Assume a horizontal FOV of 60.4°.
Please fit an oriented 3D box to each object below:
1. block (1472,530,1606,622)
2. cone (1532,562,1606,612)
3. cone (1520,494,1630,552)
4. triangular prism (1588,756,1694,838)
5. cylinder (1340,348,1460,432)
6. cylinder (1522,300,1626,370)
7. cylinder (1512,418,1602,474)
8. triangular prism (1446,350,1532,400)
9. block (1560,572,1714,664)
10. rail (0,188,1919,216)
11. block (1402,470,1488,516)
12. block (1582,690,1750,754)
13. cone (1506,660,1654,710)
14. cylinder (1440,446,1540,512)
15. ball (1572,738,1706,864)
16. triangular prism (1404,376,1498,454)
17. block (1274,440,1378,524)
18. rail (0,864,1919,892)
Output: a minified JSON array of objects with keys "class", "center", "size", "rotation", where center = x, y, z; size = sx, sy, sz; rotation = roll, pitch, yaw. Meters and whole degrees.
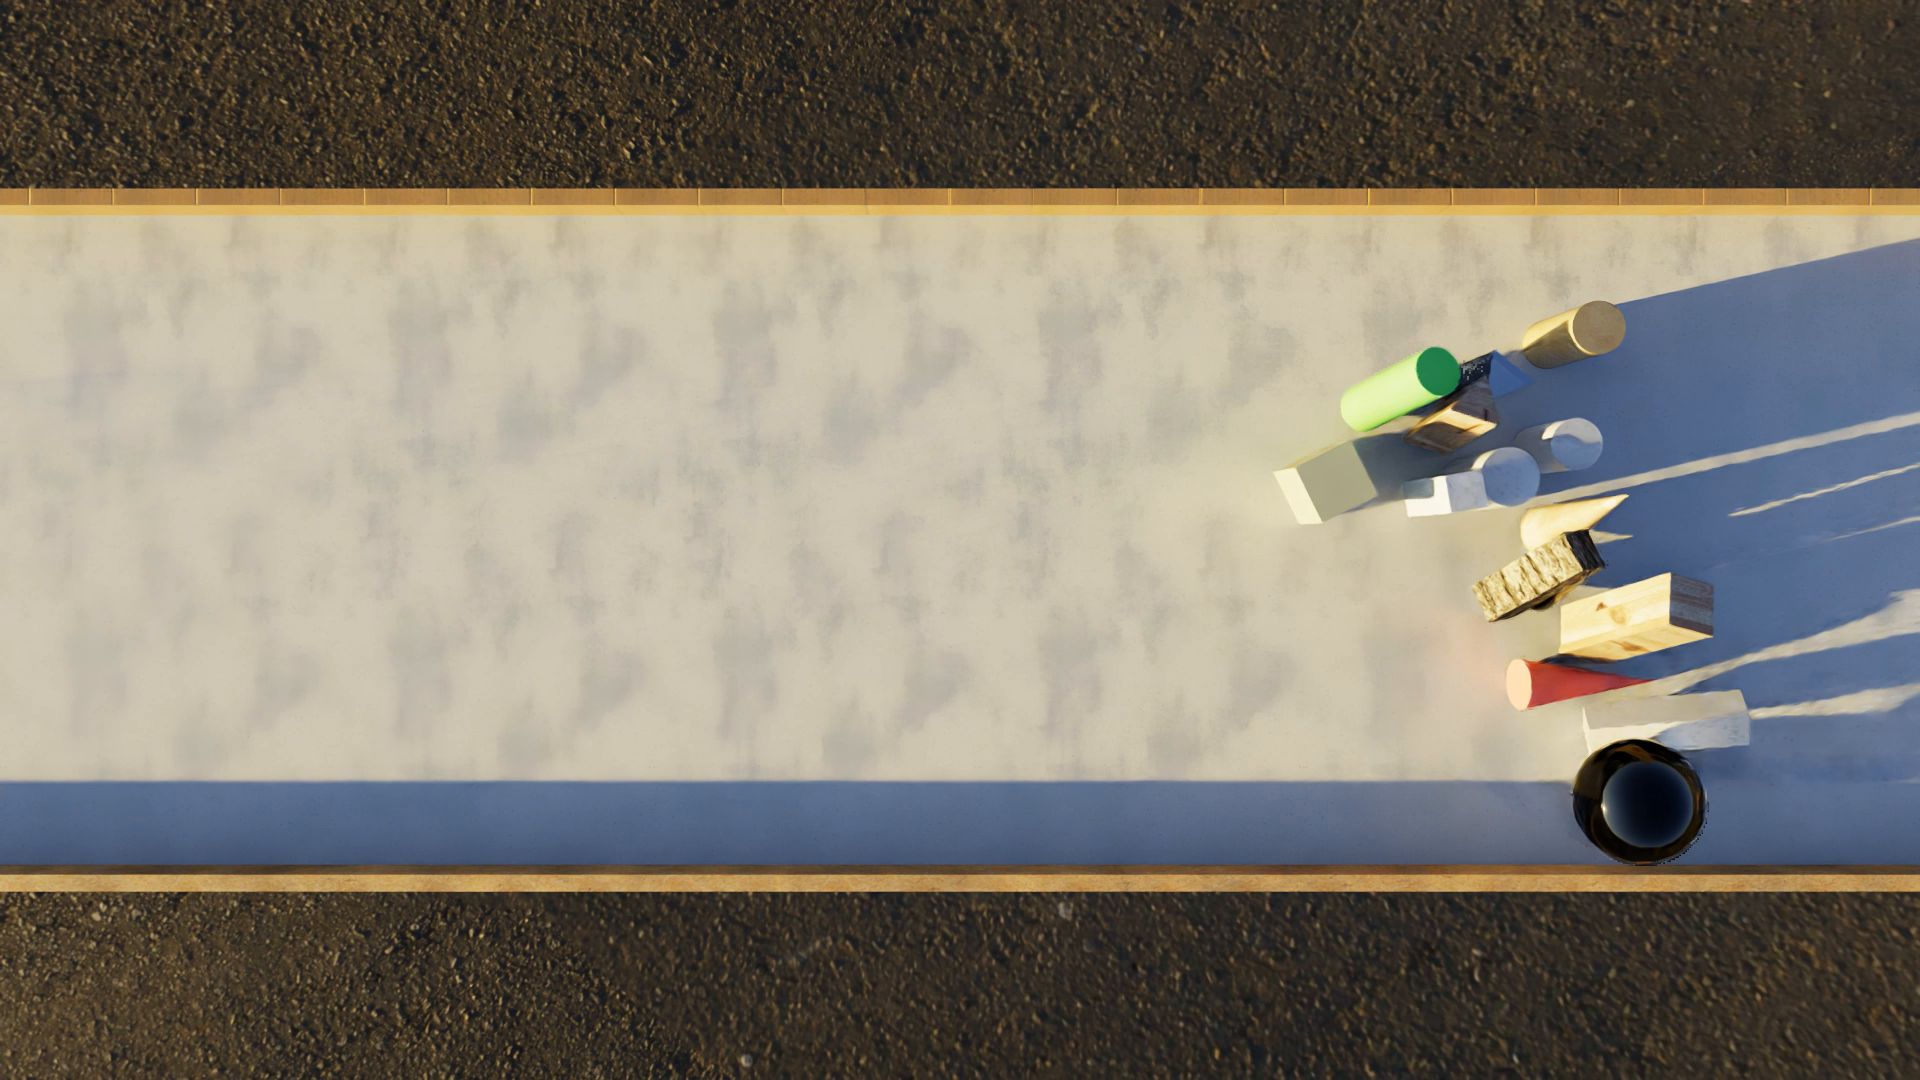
[{"class":"block","center":[1.707,0.108,4.880],"size":[0.122,0.353,0.122],"rotation":[-6,67,-39]},{"class":"cone","center":[1.816,0.101,4.905],"size":[0.163,0.302,0.163],"rotation":[6,74,-20]},{"class":"cone","center":[1.837,-0.075,4.843],"size":[0.166,0.436,0.166],"rotation":[3,75,-12]},{"class":"triangular prism","center":[2.070,0.794,5.001],"size":[0.305,0.090,0.103],"rotation":[34,120,1]},{"class":"cylinder","center":[1.288,-0.438,4.848],"size":[0.141,0.435,0.141],"rotation":[3,80,-15]},{"class":"cylinder","center":[1.806,-0.602,4.869],"size":[0.152,0.414,0.152],"rotation":[0,90,0]},{"class":"cylinder","center":[1.772,-0.276,4.907],"size":[0.149,0.340,0.149],"rotation":[0,90,0]},{"class":"triangular prism","center":[1.546,-0.478,4.906],"size":[0.145,0.331,0.126],"rotation":[-21,89,-5]},{"class":"block","center":[1.972,0.235,4.824],"size":[0.152,0.456,0.152],"rotation":[14,72,-16]},{"class":"rail","center":[-2.247,-1.025,5.002],"size":[12.000,0.150,0.050],"rotation":[0,90,0]},{"class":"block","center":[1.430,-0.136,4.876],"size":[0.108,0.397,0.108],"rotation":[-9,90,-2]},{"class":"block","center":[2.112,0.551,4.943],"size":[0.445,0.116,0.116],"rotation":[-7,125,14]},{"class":"cone","center":[1.917,0.435,5.039],"size":[0.451,0.152,0.152],"rotation":[-1,90,-10]},{"class":"cylinder","center":[1.565,-0.176,4.892],"size":[0.172,0.362,0.172],"rotation":[0,89,-2]},{"class":"ball","center":[1.966,0.755,4.783],"size":[0.361,0.361,0.361],"rotation":[0,90,0]},{"class":"triangular prism","center":[1.461,-0.376,4.878],"size":[0.145,0.380,0.126],"rotation":[18,79,-3]},{"class":"block","center":[1.085,-0.169,4.914],"size":[0.179,0.324,0.179],"rotation":[-27,90,0]},{"class":"rail","center":[-2.247,1.025,5.001],"size":[12.000,0.150,0.050],"rotation":[0,90,0]}]
